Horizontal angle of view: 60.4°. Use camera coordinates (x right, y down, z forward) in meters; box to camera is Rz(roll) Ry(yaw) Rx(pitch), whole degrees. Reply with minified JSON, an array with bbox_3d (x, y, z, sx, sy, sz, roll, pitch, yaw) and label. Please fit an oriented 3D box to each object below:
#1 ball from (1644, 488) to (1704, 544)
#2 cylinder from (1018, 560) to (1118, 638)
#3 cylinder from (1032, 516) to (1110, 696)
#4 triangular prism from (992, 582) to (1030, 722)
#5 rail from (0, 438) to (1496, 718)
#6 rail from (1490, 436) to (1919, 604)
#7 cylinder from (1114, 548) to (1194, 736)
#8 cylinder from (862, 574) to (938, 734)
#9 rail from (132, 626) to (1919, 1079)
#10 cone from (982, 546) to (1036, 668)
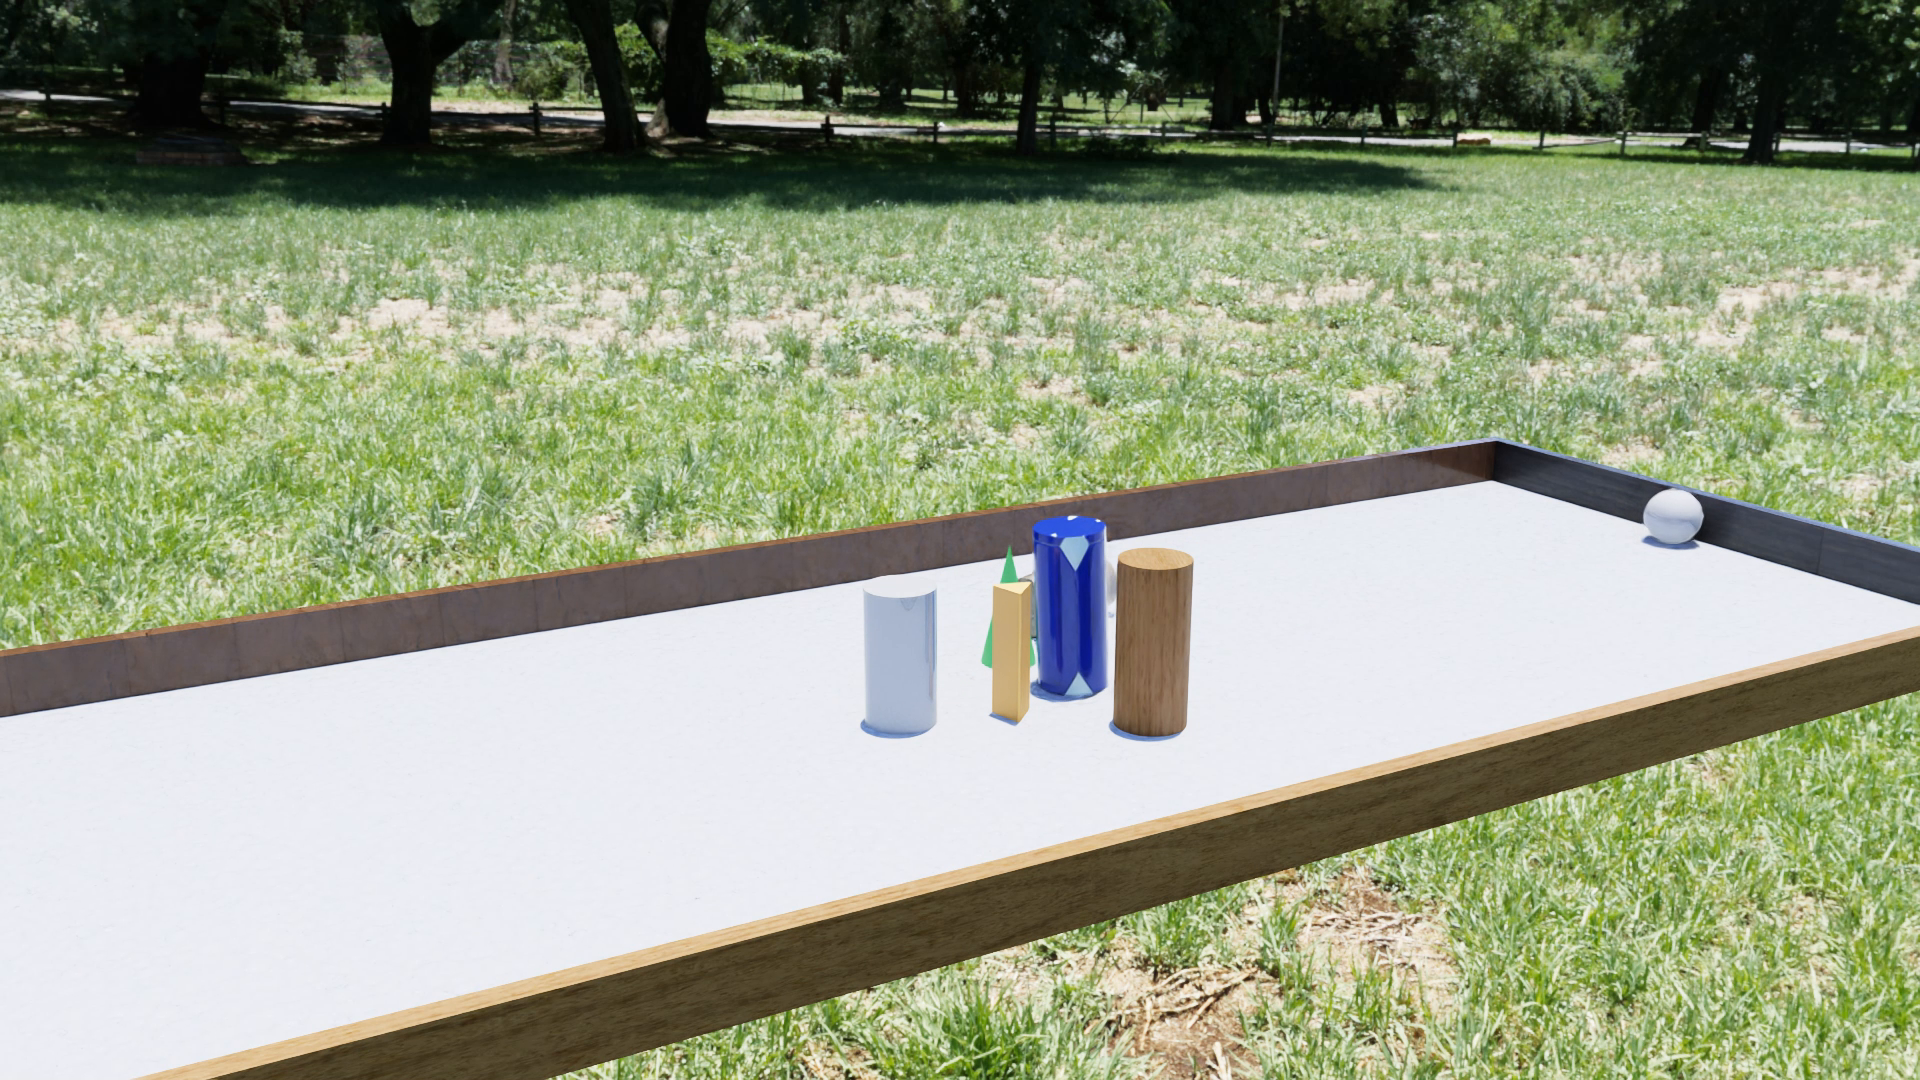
[{"bbox_3d":[2.294,-0.077,5.303,0.176,0.176,0.176,0,16,0],"label":"ball"},{"bbox_3d":[0.281,0.150,4.553,0.165,0.165,0.309,13,21,38],"label":"cylinder"},{"bbox_3d":[0.275,0.162,4.069,0.177,0.407,0.177,-3,17,1],"label":"cylinder"},{"bbox_3d":[0.137,0.260,3.903,0.078,0.319,0.091,-15,22,-41],"label":"triangular prism"},{"bbox_3d":[-3.305,0.497,3.399,12.000,0.150,0.050,-9,18,-27],"label":"rail"},{"bbox_3d":[2.466,-0.048,5.253,0.050,0.150,2.100,-9,18,-27],"label":"rail"},{"bbox_3d":[0.448,0.236,3.834,0.174,0.405,0.174,0,16,0],"label":"cylinder"},{"bbox_3d":[-0.139,0.267,3.854,0.172,0.335,0.172,0,16,0],"label":"cylinder"},{"bbox_3d":[-2.336,1.006,1.665,12.000,0.150,0.050,-9,18,-27],"label":"rail"},{"bbox_3d":[0.126,0.162,4.241,0.144,0.318,0.144,0,16,0],"label":"cone"}]
